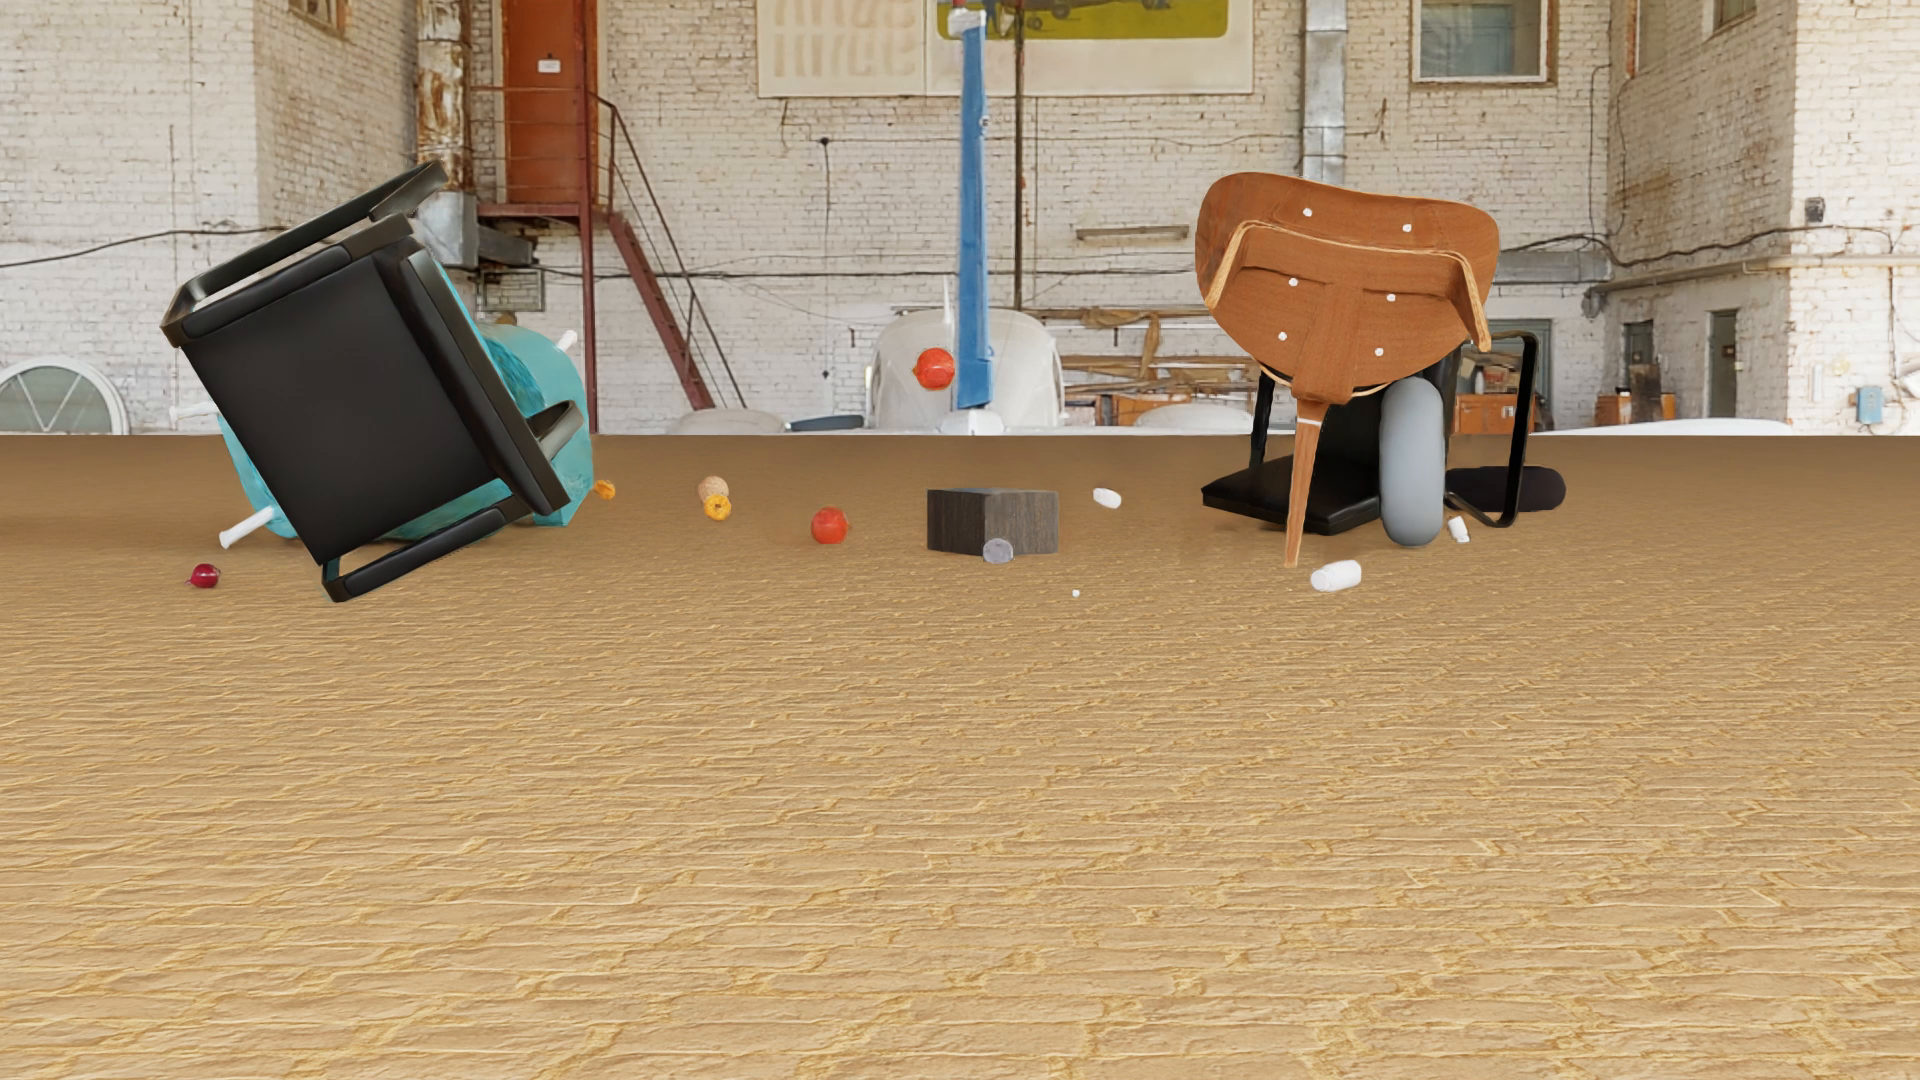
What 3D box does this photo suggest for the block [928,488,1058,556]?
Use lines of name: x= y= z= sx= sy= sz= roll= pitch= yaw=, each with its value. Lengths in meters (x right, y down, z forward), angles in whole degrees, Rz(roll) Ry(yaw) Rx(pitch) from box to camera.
block: x=0.088 y=-0.052 z=6.074 sx=0.238 sy=0.169 sz=0.301 roll=-2 pitch=5 yaw=-31

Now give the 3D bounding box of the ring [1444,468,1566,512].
ring: x=2.004 y=-0.189 z=8.138 sx=0.463 sy=0.159 sz=0.459 roll=1 pitch=3 yaw=36

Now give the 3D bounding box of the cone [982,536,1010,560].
cone: x=0.103 y=0.031 z=5.648 sx=0.080 sy=0.067 sz=0.063 roll=14 pitch=-15 yaw=25

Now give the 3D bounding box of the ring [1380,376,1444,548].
ring: x=1.260 y=-0.216 z=6.123 sx=0.165 sy=0.484 sz=0.405 roll=0 pitch=22 yaw=14

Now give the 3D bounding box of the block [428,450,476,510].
block: x=-1.871 y=-0.218 z=8.098 sx=0.146 sy=0.180 sz=0.181 roll=-2 pitch=-12 yaw=-21

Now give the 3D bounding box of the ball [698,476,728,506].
ball: x=-0.944 y=-0.187 z=8.409 sx=0.118 sy=0.118 sz=0.118 roll=0 pitch=4 yaw=0
